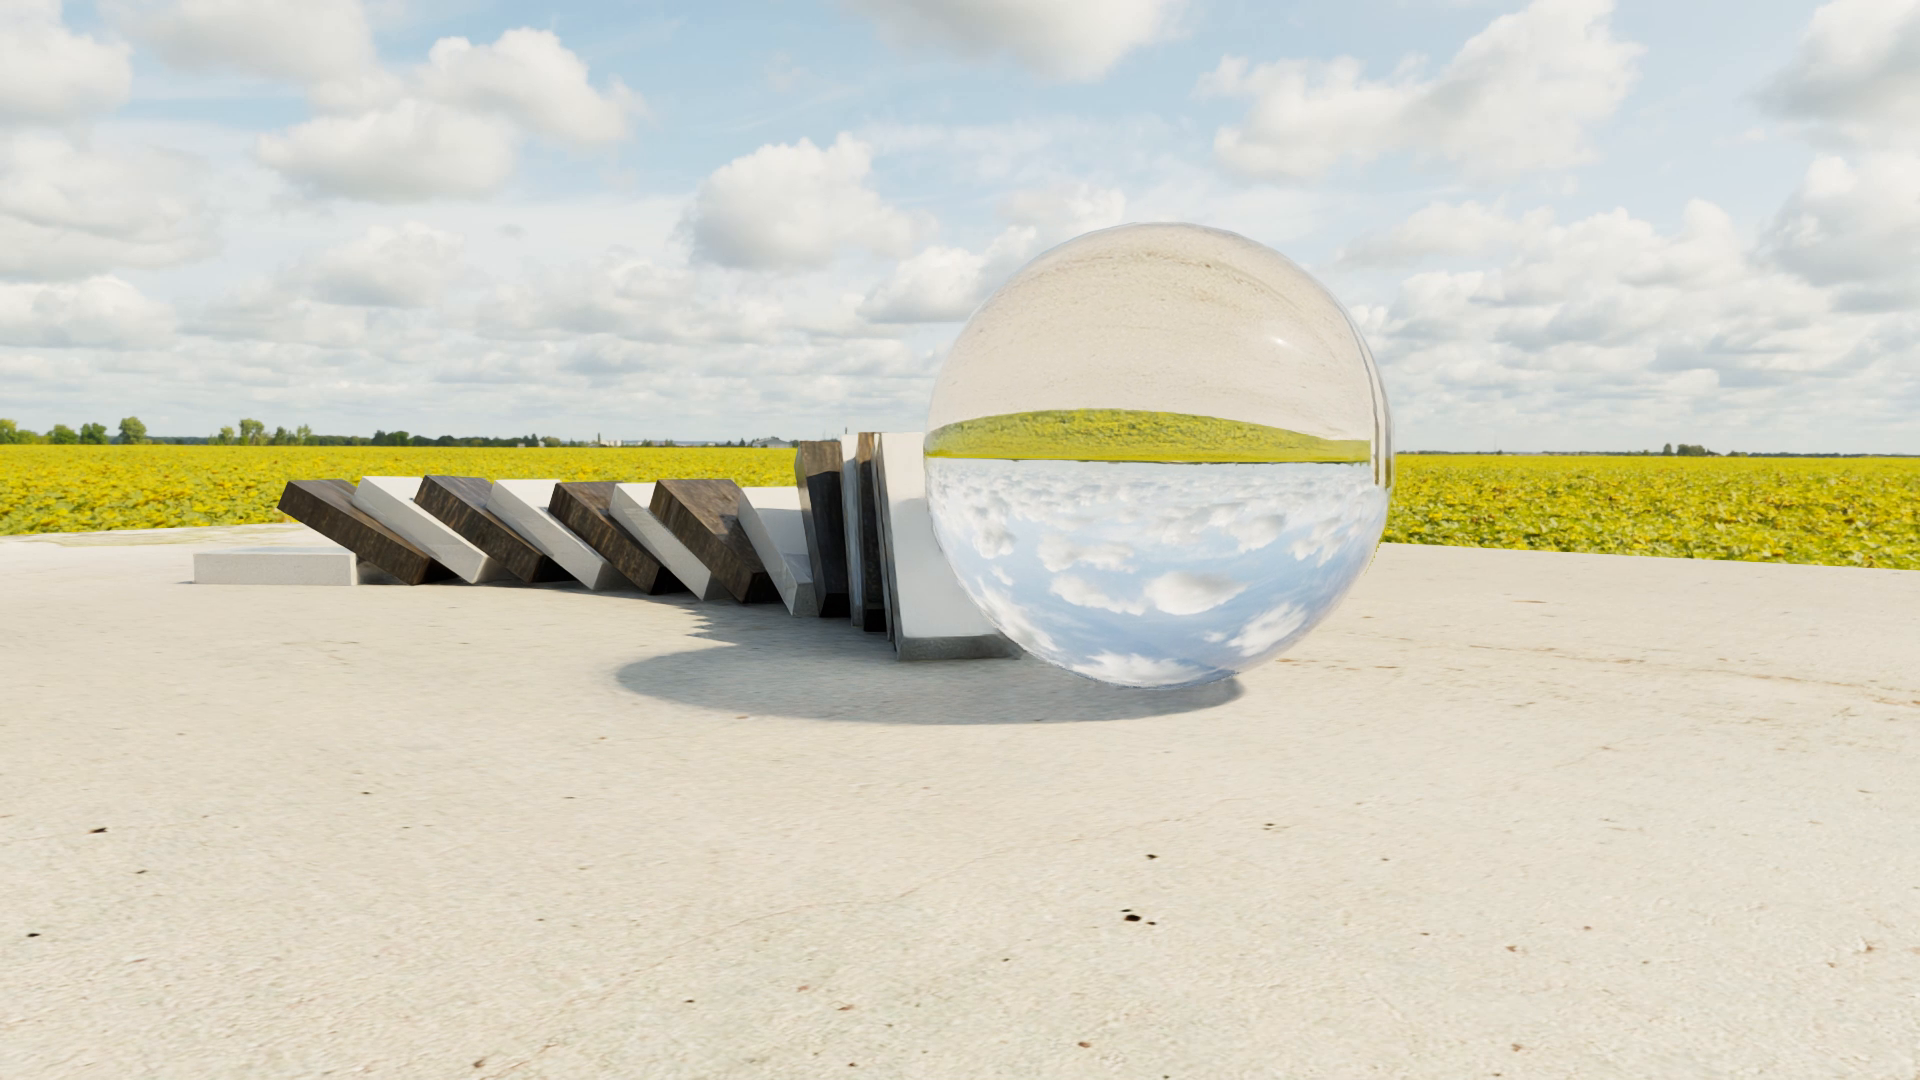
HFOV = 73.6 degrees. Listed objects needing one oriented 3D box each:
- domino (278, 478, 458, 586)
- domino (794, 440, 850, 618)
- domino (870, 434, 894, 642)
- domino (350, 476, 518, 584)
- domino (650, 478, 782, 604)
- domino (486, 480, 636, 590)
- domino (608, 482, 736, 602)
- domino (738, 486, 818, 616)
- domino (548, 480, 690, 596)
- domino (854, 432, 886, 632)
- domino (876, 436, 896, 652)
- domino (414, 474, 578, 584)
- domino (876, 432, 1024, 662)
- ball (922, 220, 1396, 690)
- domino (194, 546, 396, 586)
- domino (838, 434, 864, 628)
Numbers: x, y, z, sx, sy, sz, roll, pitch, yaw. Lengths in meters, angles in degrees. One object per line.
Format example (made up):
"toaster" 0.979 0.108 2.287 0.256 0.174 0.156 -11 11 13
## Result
"domino" -0.182 -0.003 0.399 0.050 0.010 0.025 28 8 7
"domino" -0.026 -0.003 0.325 0.025 0.050 0.010 0 -40 -19
"domino" -0.005 -0.001 0.288 0.025 0.050 0.010 -1 -35 -11
"domino" -0.161 -0.004 0.400 0.050 0.010 0.025 30 11 14
"domino" -0.062 -0.001 0.356 0.025 0.010 0.050 -3 33 -46
"domino" -0.117 -0.002 0.390 0.050 0.009 0.025 32 18 25
"domino" -0.076 -0.001 0.369 0.025 0.009 0.050 -5 33 -48
"domino" -0.040 0.002 0.340 0.025 0.010 0.050 -2 31 -27
"domino" -0.096 -0.001 0.380 0.050 0.009 0.025 34 22 29
"domino" -0.011 -0.003 0.299 0.025 0.050 0.010 1 -35 -9
"domino" -0.003 -0.001 0.276 0.025 0.050 0.010 -1 -35 -11
"domino" -0.141 -0.004 0.396 0.050 0.009 0.025 31 11 19
"domino" -0.002 0.000 0.264 0.025 0.050 0.009 -1 -35 -11
"ball" 0.033 -0.014 0.222 0.080 0.080 0.080 0 4 0
"domino" -0.206 0.008 0.399 0.050 0.010 0.025 0 4 5
"domino" -0.015 -0.003 0.311 0.025 0.050 0.009 -1 -35 -10
